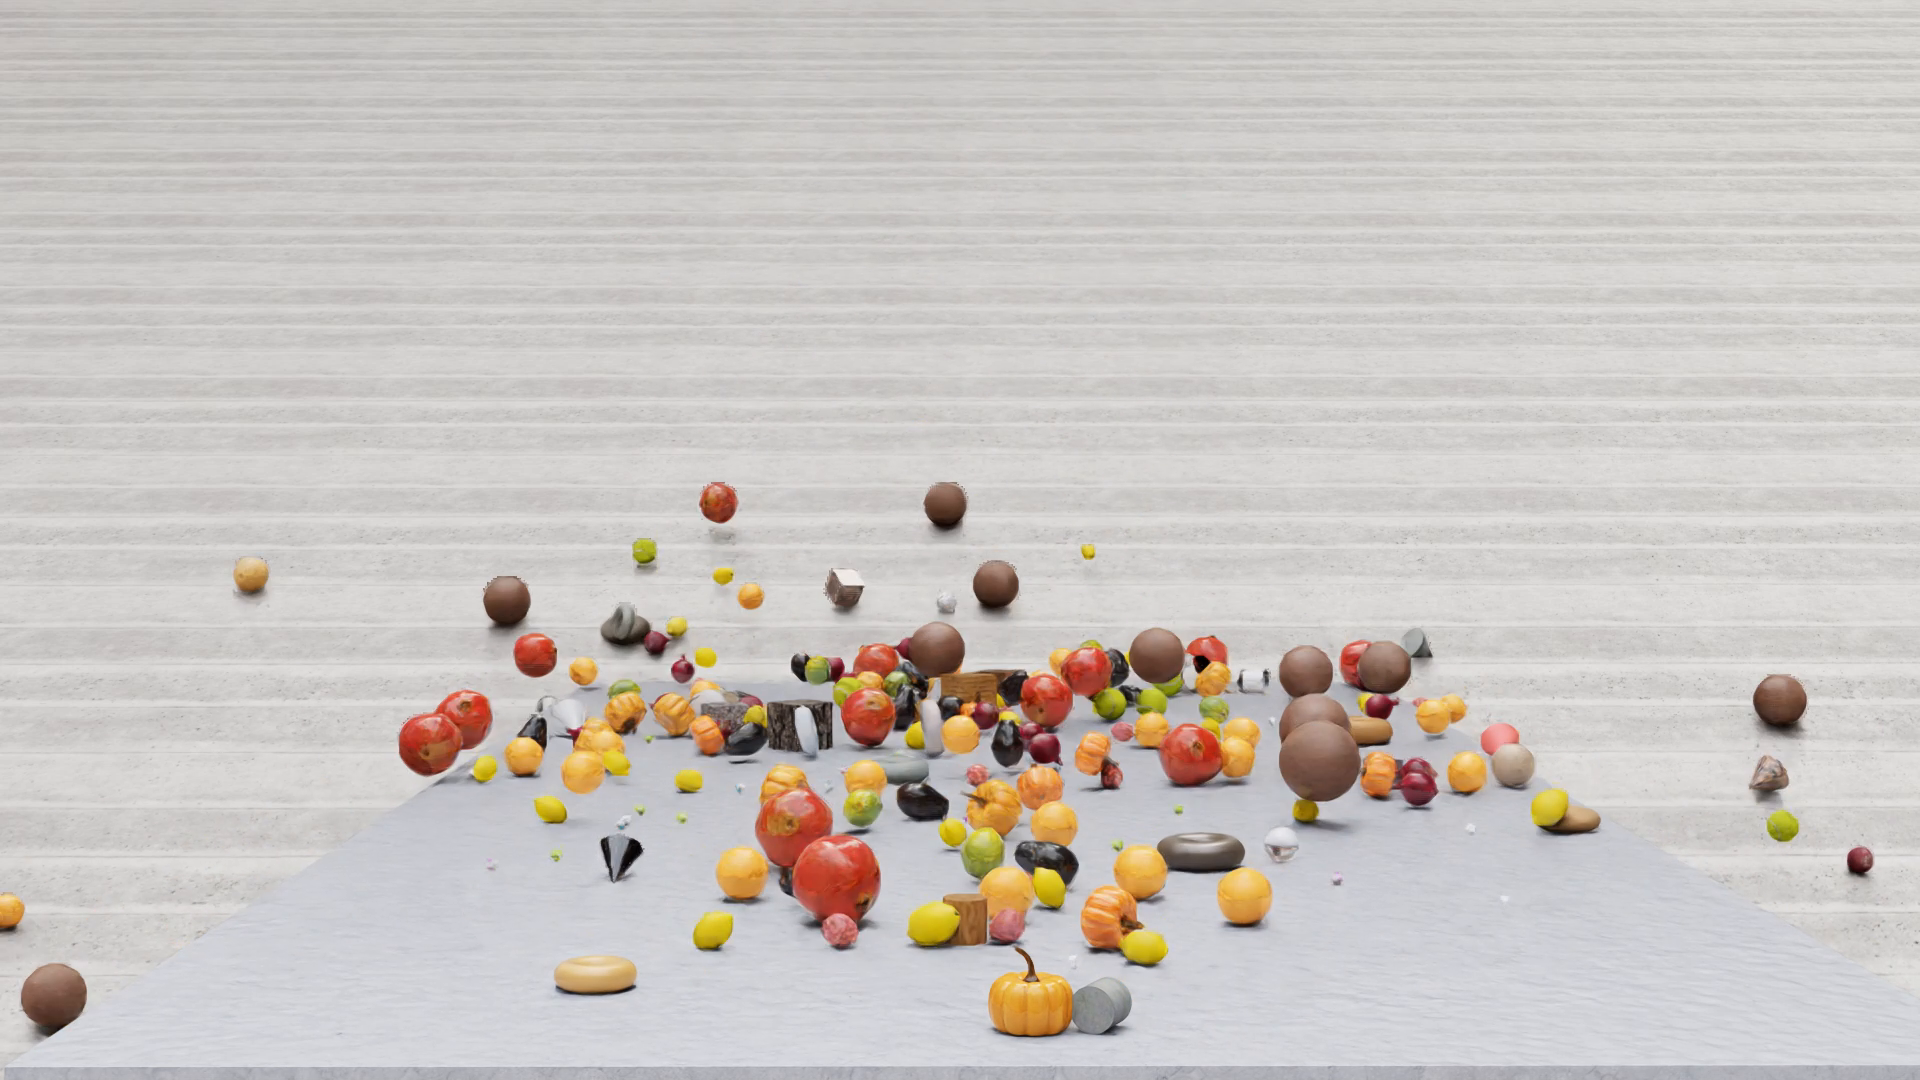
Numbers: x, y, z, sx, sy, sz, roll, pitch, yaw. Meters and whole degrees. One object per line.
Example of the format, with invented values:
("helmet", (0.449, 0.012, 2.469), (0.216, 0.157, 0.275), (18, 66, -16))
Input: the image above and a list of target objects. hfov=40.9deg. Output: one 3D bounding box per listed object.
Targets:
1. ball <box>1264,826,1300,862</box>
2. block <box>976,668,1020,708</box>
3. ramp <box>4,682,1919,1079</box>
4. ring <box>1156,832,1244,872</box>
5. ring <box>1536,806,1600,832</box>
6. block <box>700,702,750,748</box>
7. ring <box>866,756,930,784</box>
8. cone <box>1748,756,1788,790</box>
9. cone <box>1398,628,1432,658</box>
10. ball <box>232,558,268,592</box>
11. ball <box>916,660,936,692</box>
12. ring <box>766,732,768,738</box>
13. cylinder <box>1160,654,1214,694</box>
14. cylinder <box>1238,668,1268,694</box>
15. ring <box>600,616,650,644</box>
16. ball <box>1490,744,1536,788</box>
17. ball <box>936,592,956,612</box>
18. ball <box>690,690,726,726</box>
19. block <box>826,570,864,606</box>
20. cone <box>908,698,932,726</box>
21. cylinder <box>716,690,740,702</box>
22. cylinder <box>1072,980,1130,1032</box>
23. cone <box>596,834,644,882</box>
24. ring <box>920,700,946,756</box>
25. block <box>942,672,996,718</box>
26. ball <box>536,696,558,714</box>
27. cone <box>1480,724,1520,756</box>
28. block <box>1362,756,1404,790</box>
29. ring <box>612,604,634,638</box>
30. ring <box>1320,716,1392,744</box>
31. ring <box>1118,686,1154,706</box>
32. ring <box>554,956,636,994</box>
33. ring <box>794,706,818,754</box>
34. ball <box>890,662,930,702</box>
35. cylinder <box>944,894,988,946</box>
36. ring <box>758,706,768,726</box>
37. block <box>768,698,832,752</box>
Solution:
("ball", (0.469, 0.444, 3.762), (0.053, 0.053, 0.053), (0, 24, 0))
("block", (0.084, 0.343, 5.969), (0.080, 0.080, 0.080), (1, 3, 27))
("ramp", (0.054, 0.490, 4.542), (2.000, 0.100, 4.000), (0, 2, 0))
("ring", (0.347, 0.451, 3.722), (0.129, 0.043, 0.129), (-1, 2, 0))
("ring", (0.962, 0.442, 4.072), (0.098, 0.033, 0.098), (-1, 2, 0))
("block", (-0.475, 0.373, 5.205), (0.082, 0.082, 0.082), (-1, 2, -17))
("ring", (-0.112, 0.417, 4.664), (0.115, 0.038, 0.115), (0, 3, 0))
("cone", (1.920, 0.579, 6.176), (0.092, 0.092, 0.092), (-26, 33, -27))
("cone", (1.231, 0.292, 6.856), (0.087, 0.087, 0.087), (33, 9, -27))
("ball", (-1.999, 0.097, 7.256), (0.098, 0.098, 0.098), (0, 24, 0))
("ball", (-0.101, 0.333, 6.209), (0.083, 0.083, 0.083), (0, 24, 0))
("ring", (-0.349, 0.397, 5.255), (0.094, 0.031, 0.094), (-1, 2, 0))
("cylinder", (0.554, 0.324, 6.282), (0.092, 0.092, 0.092), (-15, 10, -31))
("cylinder", (0.711, 0.343, 6.237), (0.060, 0.060, 0.060), (1, 22, 25))
("ring", (-0.907, 0.243, 6.988), (0.135, 0.045, 0.135), (-1, 22, 0))
("ball", (0.981, 0.400, 4.570), (0.078, 0.078, 0.078), (0, 24, 0))
("ball", (-0.038, 0.172, 7.134), (0.057, 0.057, 0.057), (0, 24, 0))
("ball", (-0.541, 0.361, 5.533), (0.080, 0.080, 0.080), (0, 24, 0))
("block", (-0.319, 0.132, 7.150), (0.071, 0.071, 0.071), (2, 34, -30))
("cone", (-0.063, 0.386, 5.511), (0.069, 0.069, 0.069), (-13, 35, -27))
("cylinder", (-0.524, 0.363, 5.620), (0.069, 0.069, 0.069), (-14, 9, -29))
("cylinder", (0.147, 0.487, 2.696), (0.050, 0.050, 0.050), (7, -5, 17))
("cone", (-0.482, 0.461, 3.617), (0.068, 0.068, 0.068), (1, 29, 1))
("ring", (-0.054, 0.365, 5.000), (0.037, 0.112, 0.112), (-9, 24, -4))
("block", (0.020, 0.347, 5.774), (0.090, 0.090, 0.090), (-2, 3, -34))
("ball", (-1.004, 0.409, 6.278), (0.058, 0.058, 0.058), (0, 24, 0))
("cone", (1.044, 0.406, 4.953), (0.077, 0.077, 0.077), (1, 29, 2))
("block", (0.748, 0.413, 4.557), (0.051, 0.051, 0.051), (-1, 3, -28))
("ring", (-0.901, 0.216, 6.883), (0.032, 0.097, 0.097), (15, 14, -31))
("ring", (0.808, 0.388, 5.247), (0.146, 0.049, 0.146), (1, 1, 0))
("ring", (0.407, 0.361, 5.970), (0.089, 0.030, 0.089), (16, 6, -2))
("ring", (-0.411, 0.490, 2.903), (0.094, 0.031, 0.094), (0, 1, 0))
("ring", (-0.298, 0.369, 5.004), (0.031, 0.094, 0.094), (-14, 24, 3))
("ball", (-0.120, 0.333, 6.066), (0.093, 0.093, 0.093), (0, 24, 0))
("cylinder", (0.006, 0.467, 3.170), (0.054, 0.054, 0.054), (0, 2, 0))
("ring", (-0.370, 0.379, 5.554), (0.134, 0.045, 0.134), (1, 3, 0))
("block", (-0.320, 0.370, 5.151), (0.092, 0.092, 0.092), (-2, 3, -42))
